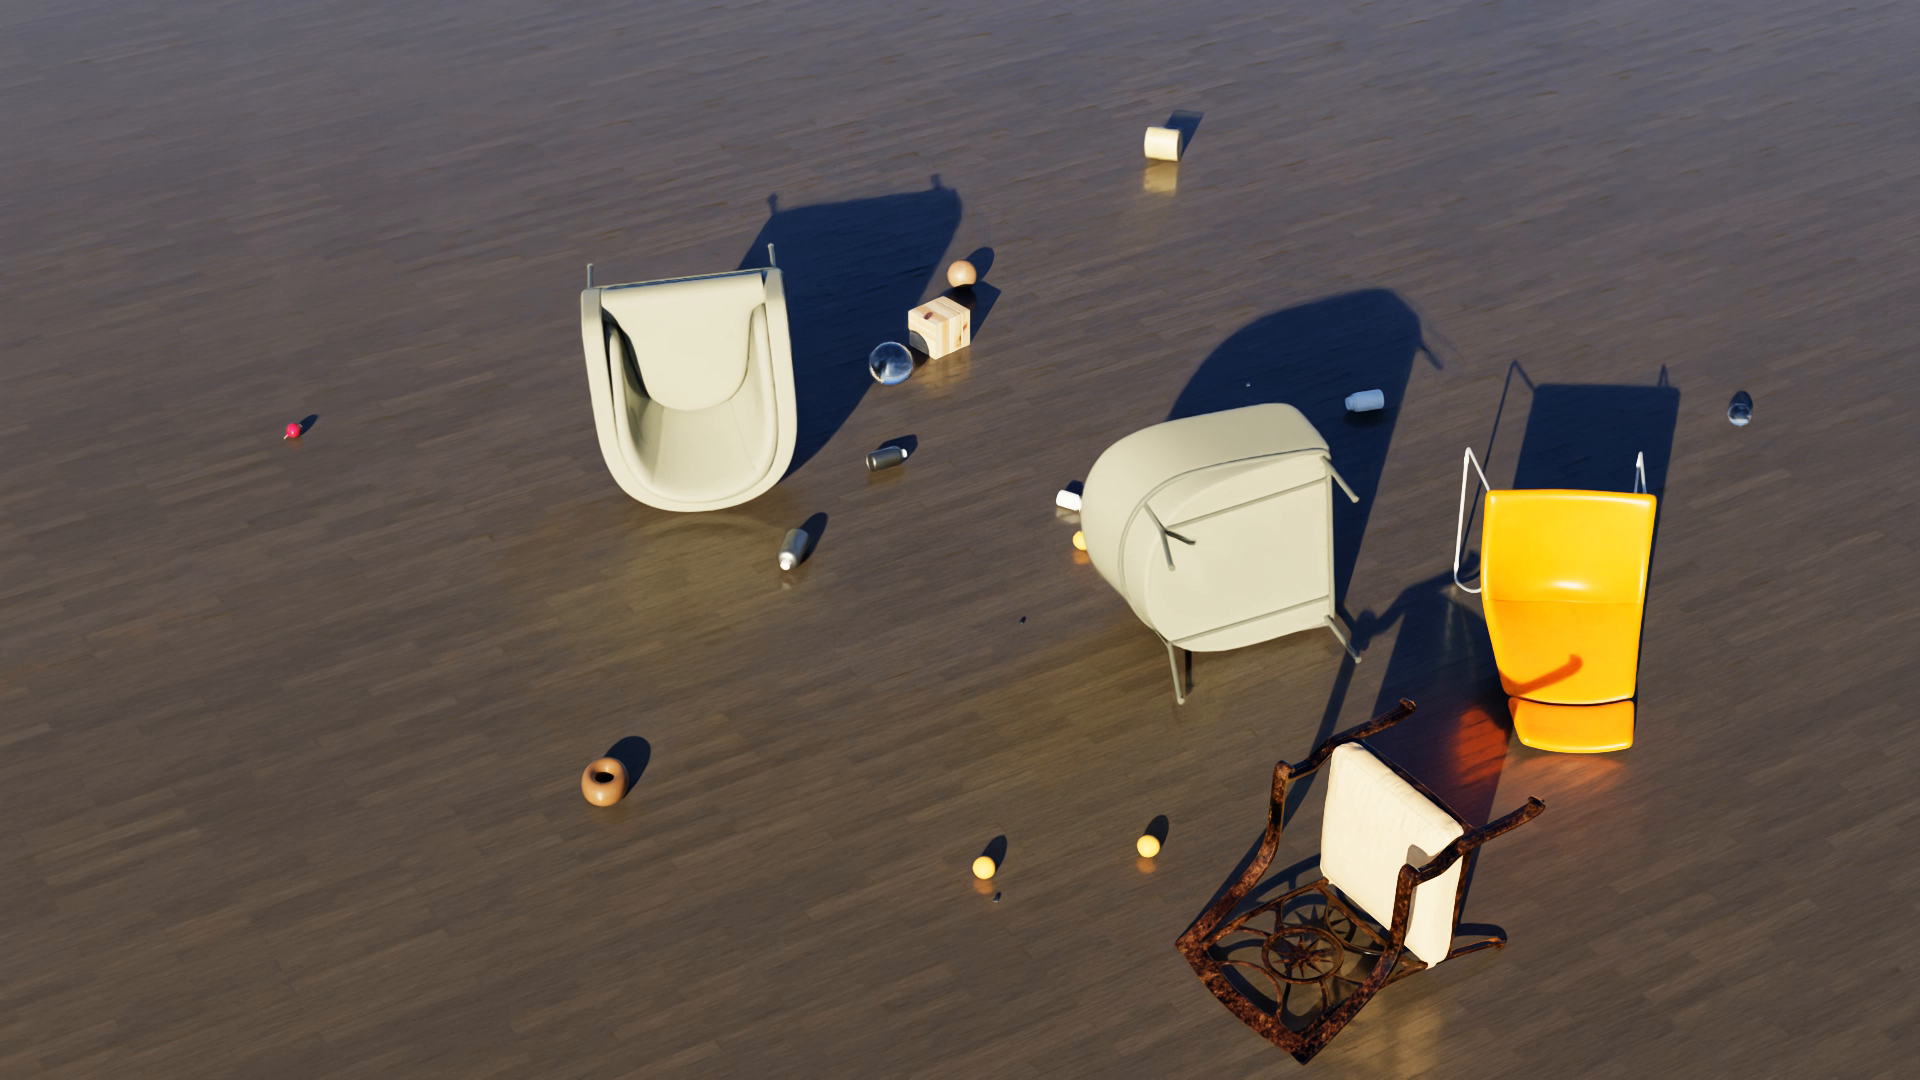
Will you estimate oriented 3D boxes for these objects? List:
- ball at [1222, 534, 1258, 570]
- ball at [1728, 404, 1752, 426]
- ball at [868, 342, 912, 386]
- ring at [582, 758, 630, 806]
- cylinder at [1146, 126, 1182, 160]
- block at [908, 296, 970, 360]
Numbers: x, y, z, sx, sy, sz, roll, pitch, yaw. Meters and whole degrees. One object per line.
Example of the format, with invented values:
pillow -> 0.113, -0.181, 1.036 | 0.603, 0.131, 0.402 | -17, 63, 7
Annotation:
ball -> 1.027, 0.043, 10.757 | 0.134, 0.134, 0.134 | 0, 33, 0
ball -> 3.089, -0.496, 11.614 | 0.092, 0.092, 0.092 | 0, 33, 0
ball -> -0.281, -0.713, 11.866 | 0.177, 0.177, 0.177 | 0, 33, 0
ring -> -1.169, 0.796, 9.663 | 0.157, 0.082, 0.213 | 2, 32, 1
cylinder -> 0.945, -1.836, 13.583 | 0.148, 0.180, 0.128 | 9, 70, 13
block -> -0.085, -0.879, 12.132 | 0.190, 0.161, 0.165 | -26, 42, -34
